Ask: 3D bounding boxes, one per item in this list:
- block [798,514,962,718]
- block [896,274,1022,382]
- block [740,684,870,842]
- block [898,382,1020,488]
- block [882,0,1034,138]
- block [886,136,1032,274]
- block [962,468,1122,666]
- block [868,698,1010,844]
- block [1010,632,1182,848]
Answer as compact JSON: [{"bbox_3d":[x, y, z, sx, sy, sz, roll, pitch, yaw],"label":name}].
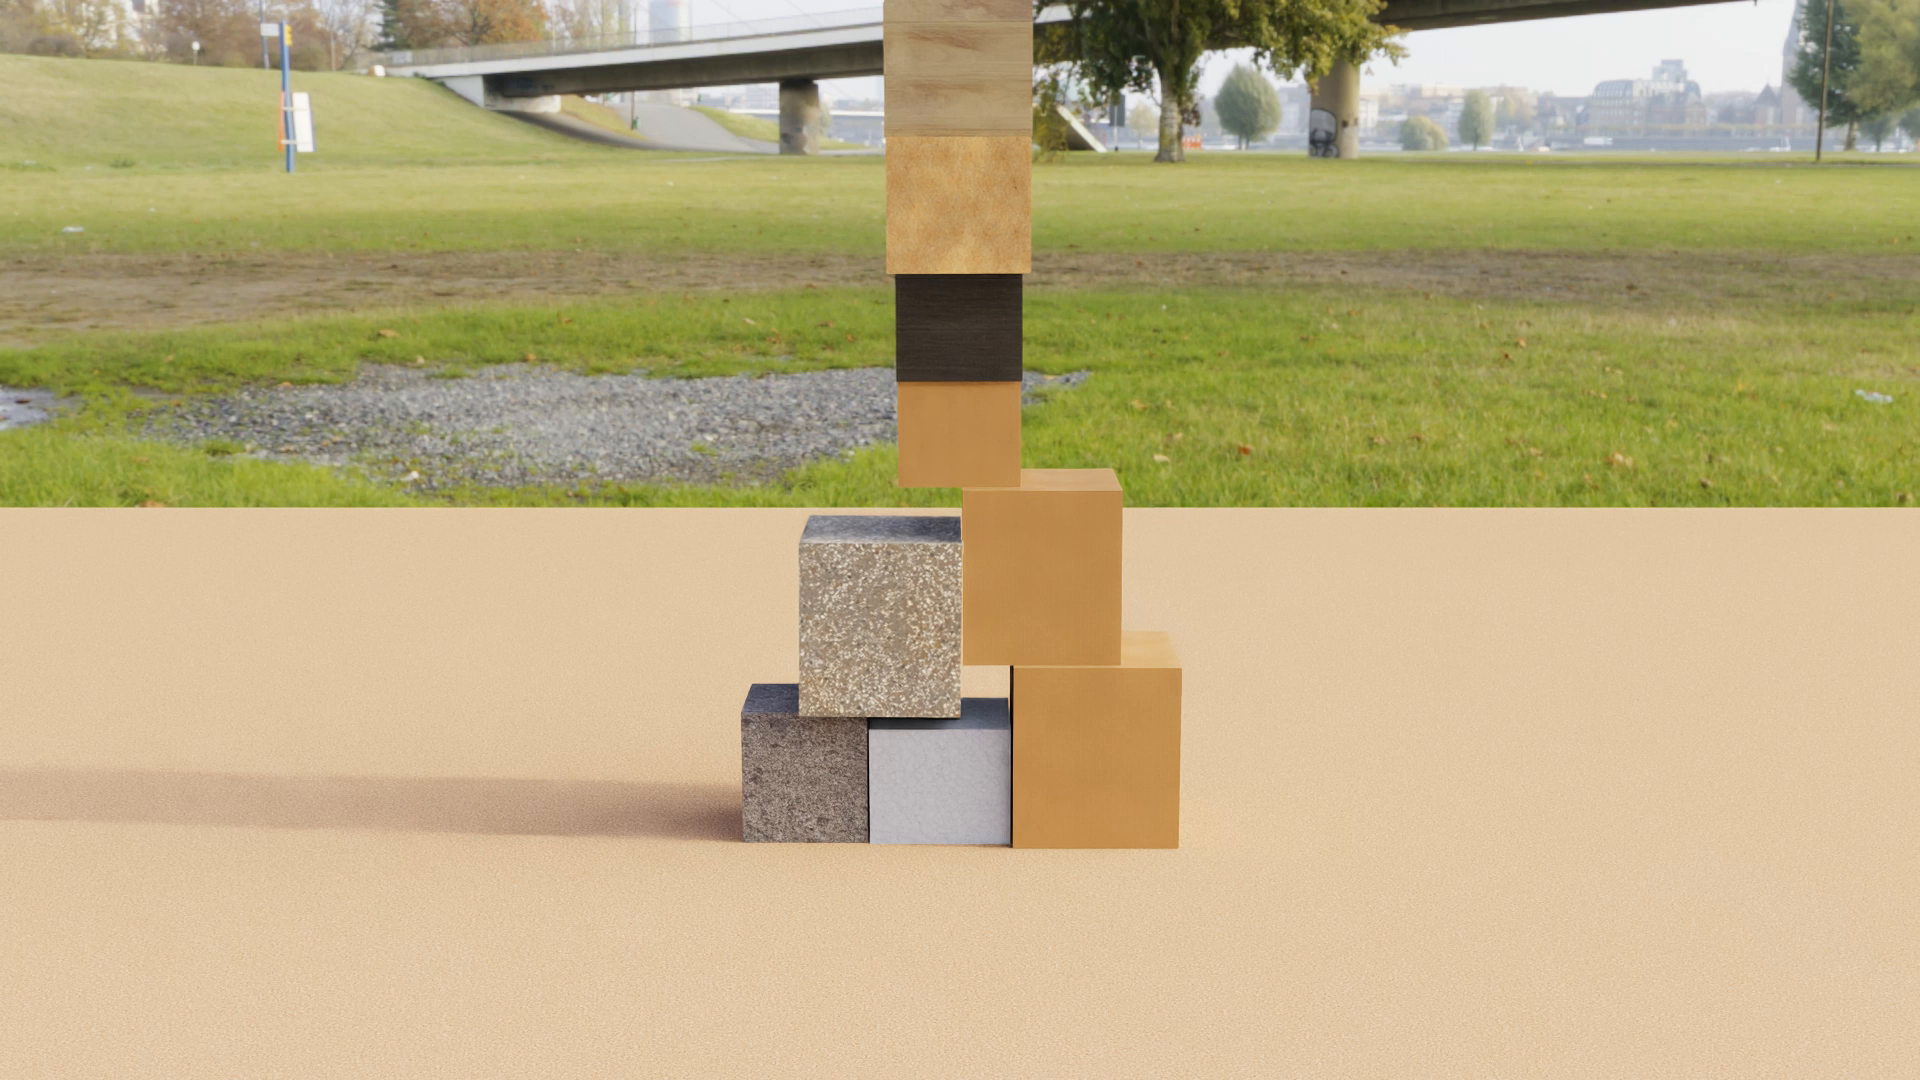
[{"bbox_3d":[-0.394,0.375,11.263,0.802,0.877,0.823,1,10,0],"label":"block"},{"bbox_3d":[-0.005,-1.088,11.001,0.618,0.533,0.560,0,10,0],"label":"block"},{"bbox_3d":[-0.782,1.145,11.373,0.632,0.678,0.612,0,10,0],"label":"block"},{"bbox_3d":[-0.003,-0.567,11.097,0.604,0.526,0.535,0,10,0],"label":"block"},{"bbox_3d":[-0.008,-2.325,10.747,0.710,0.698,0.638,0,10,0],"label":"block"},{"bbox_3d":[-0.006,-1.667,10.889,0.694,0.647,0.756,0,10,0],"label":"block"},{"bbox_3d":[0.405,0.125,11.207,0.787,0.878,0.741,0,10,0],"label":"block"},{"bbox_3d":[-0.100,1.185,11.381,0.711,0.596,0.648,0,10,0],"label":"block"},{"bbox_3d":[0.681,1.017,11.364,0.833,0.933,0.831,0,10,0],"label":"block"}]
